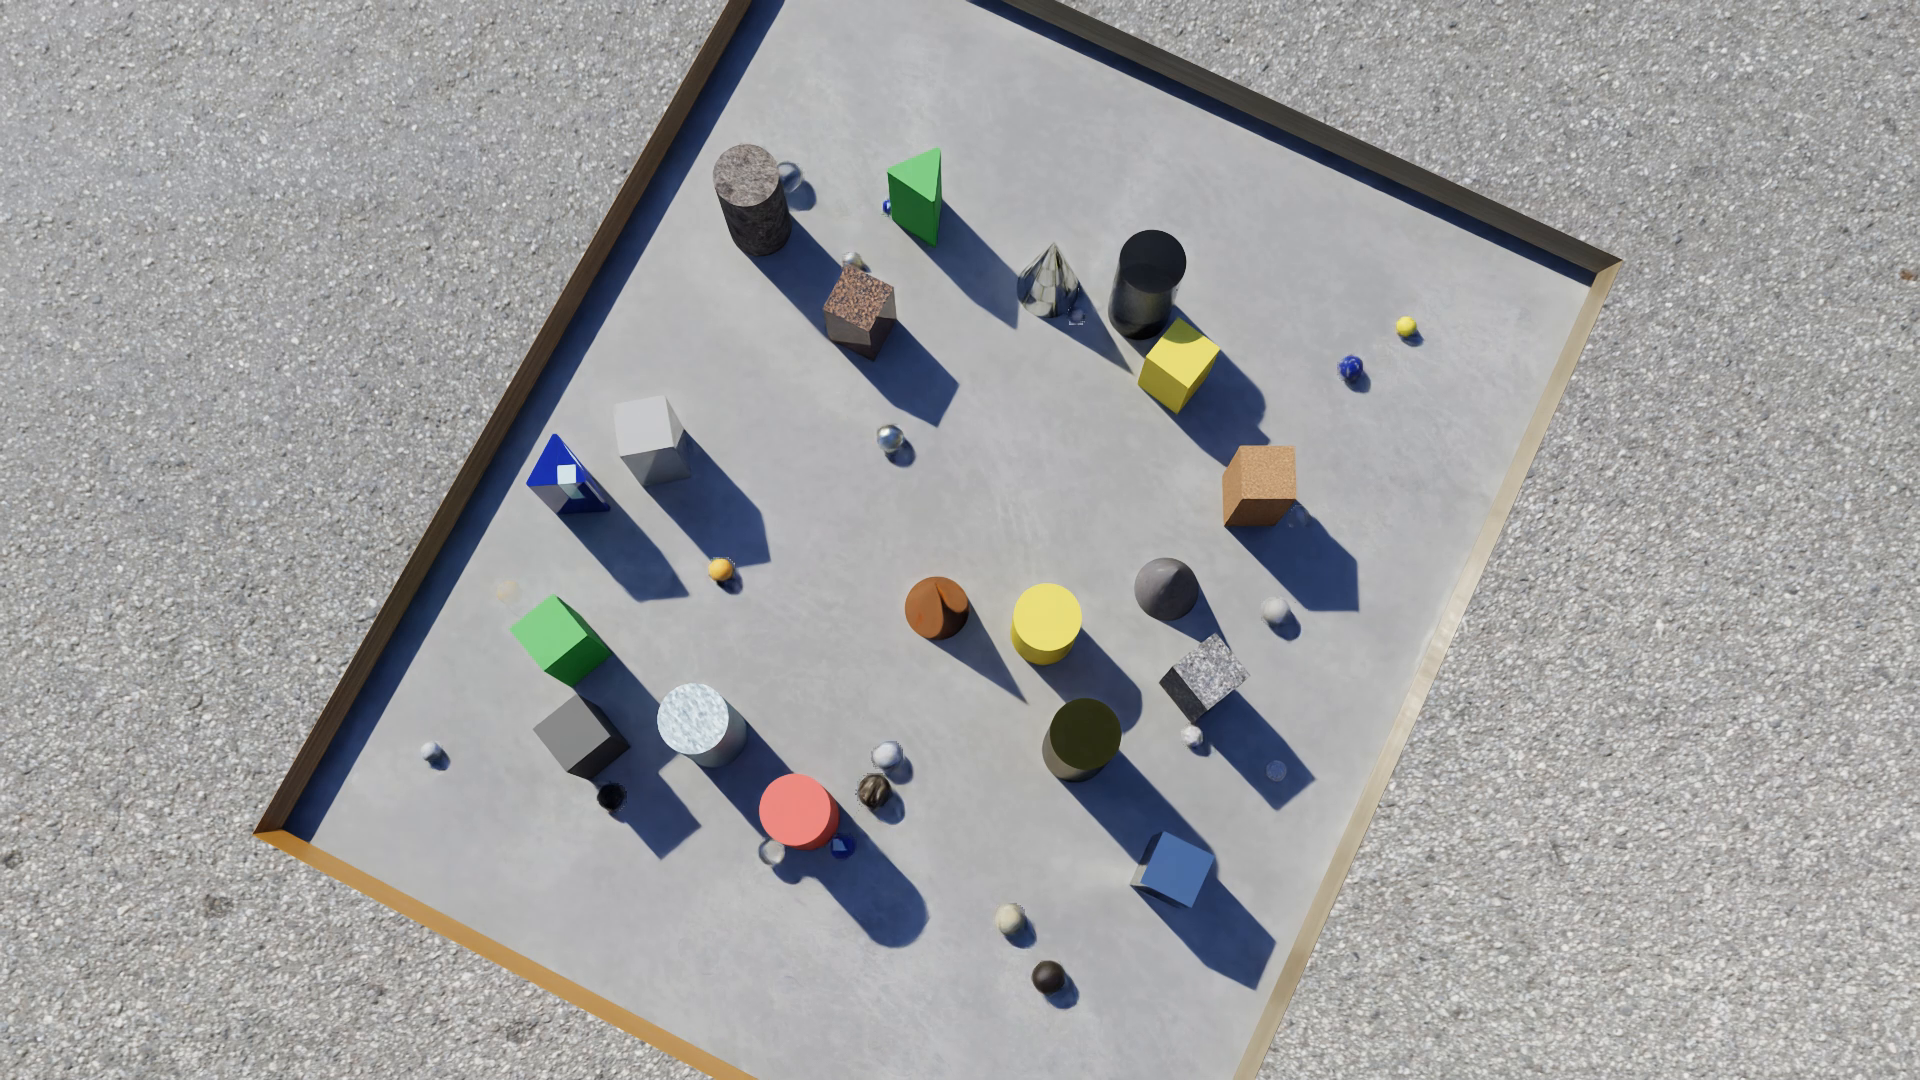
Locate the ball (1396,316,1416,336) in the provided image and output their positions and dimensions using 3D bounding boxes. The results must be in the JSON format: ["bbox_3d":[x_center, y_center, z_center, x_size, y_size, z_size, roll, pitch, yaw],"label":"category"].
[{"bbox_3d":[1.394,-0.667,5.723,0.062,0.062,0.062,0,78,0],"label":"ball"}]

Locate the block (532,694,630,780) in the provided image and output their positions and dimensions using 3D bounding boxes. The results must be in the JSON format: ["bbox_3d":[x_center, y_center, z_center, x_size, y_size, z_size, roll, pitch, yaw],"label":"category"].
[{"bbox_3d":[-1.096,0.576,5.329,0.157,0.330,0.157,-39,81,-7],"label":"block"}]

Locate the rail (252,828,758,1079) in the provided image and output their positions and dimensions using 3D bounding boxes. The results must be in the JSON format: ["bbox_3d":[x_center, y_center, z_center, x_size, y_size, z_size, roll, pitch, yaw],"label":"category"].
[{"bbox_3d":[-0.751,1.478,5.244,2.886,0.128,0.045,26,80,5],"label":"rail"}]

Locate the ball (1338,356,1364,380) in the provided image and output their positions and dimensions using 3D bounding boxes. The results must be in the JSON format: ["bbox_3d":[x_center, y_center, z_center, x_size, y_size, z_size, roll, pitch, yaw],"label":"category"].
[{"bbox_3d":[1.214,-0.535,5.689,0.076,0.076,0.076,0,78,0],"label":"ball"}]

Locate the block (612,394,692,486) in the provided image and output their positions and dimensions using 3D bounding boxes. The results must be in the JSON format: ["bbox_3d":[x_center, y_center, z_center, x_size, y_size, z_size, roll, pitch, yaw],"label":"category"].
[{"bbox_3d":[-0.919,-0.293,5.486,0.157,0.375,0.157,-11,79,-2],"label":"block"}]

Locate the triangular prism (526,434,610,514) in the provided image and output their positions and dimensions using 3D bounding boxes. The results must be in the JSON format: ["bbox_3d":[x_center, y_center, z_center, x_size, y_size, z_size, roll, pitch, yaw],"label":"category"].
[{"bbox_3d":[-1.166,-0.198,5.464,0.170,0.379,0.148,-4,78,-1],"label":"triangular prism"}]

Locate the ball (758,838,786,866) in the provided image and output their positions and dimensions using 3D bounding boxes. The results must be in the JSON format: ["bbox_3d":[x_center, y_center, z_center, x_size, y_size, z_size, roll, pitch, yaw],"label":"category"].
[{"bbox_3d":[-0.551,0.912,5.365,0.082,0.082,0.082,0,78,0],"label":"ball"}]

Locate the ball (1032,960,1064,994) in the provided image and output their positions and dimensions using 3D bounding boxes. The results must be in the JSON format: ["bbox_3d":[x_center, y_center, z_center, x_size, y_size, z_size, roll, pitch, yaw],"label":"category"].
[{"bbox_3d":[0.255,1.266,5.305,0.097,0.097,0.097,0,78,0],"label":"ball"}]

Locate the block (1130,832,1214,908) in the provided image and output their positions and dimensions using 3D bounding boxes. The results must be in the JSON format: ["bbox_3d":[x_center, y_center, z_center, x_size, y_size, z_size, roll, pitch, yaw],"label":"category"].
[{"bbox_3d":[0.604,0.948,5.251,0.157,0.332,0.157,26,79,5],"label":"block"}]

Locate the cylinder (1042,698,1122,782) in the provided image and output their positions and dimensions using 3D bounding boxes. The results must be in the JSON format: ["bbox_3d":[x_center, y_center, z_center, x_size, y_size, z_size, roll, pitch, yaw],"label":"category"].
[{"bbox_3d":[0.344,0.579,5.249,0.197,0.484,0.197,0,78,0],"label":"cylinder"}]

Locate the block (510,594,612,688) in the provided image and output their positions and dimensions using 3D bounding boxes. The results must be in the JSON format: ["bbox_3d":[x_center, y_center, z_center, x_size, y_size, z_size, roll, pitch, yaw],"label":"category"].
[{"bbox_3d":[-1.163,0.298,5.362,0.157,0.378,0.157,-40,81,-8],"label":"block"}]

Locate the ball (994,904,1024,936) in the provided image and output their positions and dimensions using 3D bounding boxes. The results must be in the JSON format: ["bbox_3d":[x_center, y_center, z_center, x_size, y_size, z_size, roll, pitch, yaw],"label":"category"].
[{"bbox_3d":[0.143,1.107,5.343,0.088,0.088,0.088,0,78,0],"label":"ball"}]

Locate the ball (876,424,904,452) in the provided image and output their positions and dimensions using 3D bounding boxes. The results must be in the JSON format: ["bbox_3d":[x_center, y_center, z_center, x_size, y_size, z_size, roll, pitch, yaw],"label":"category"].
[{"bbox_3d":[-0.216,-0.313,5.637,0.086,0.086,0.086,0,78,0],"label":"ball"}]

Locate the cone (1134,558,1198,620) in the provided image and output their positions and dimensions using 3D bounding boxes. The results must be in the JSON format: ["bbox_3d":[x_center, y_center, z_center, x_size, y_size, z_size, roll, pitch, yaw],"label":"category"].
[{"bbox_3d":[0.629,0.118,5.433,0.197,0.313,0.197,0,78,0],"label":"cone"}]

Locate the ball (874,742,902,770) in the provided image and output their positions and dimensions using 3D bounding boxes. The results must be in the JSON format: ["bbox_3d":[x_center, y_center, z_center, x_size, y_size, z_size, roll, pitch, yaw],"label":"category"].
[{"bbox_3d":[-0.216,0.642,5.441,0.084,0.084,0.084,0,78,0],"label":"ball"}]

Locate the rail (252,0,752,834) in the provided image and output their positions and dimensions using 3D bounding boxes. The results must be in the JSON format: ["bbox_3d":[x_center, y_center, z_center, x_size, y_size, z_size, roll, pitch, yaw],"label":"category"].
[{"bbox_3d":[-1.270,-0.615,5.678,0.045,0.128,3.407,26,80,5],"label":"rail"}]

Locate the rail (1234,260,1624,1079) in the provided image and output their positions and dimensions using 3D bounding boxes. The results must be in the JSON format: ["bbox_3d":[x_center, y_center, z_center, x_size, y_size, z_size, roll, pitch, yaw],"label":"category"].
[{"bbox_3d":[1.270,0.628,5.420,0.045,0.128,3.407,26,80,5],"label":"rail"}]

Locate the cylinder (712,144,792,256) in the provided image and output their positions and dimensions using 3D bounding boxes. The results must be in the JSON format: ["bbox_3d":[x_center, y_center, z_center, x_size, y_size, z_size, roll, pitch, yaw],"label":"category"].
[{"bbox_3d":[-0.633,-1.036,5.620,0.197,0.414,0.197,0,78,0],"label":"cylinder"}]

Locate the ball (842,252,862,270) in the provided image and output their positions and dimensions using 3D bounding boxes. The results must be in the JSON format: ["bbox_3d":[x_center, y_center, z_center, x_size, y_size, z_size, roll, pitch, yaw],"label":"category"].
[{"bbox_3d":[-0.340,-0.876,5.765,0.065,0.065,0.065,0,78,0],"label":"ball"}]

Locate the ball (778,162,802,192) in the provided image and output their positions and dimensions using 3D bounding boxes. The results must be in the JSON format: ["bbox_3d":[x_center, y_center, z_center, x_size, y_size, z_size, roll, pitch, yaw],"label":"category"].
[{"bbox_3d":[-0.548,-1.149,5.804,0.098,0.098,0.098,0,78,0],"label":"ball"}]

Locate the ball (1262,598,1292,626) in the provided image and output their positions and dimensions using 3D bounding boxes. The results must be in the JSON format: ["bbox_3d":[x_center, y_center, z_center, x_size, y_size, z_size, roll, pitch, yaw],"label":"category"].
[{"bbox_3d":[0.955,0.216,5.528,0.086,0.086,0.086,0,78,0],"label":"ball"}]

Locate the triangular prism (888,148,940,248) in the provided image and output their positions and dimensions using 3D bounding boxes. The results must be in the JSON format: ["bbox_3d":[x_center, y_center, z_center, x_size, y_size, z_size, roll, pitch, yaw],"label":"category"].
[{"bbox_3d":[-0.105,-1.073,5.644,0.170,0.381,0.148,35,80,7],"label":"triangular prism"}]

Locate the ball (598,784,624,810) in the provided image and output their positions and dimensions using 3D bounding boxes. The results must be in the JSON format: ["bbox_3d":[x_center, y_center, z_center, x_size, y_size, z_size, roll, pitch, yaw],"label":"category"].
[{"bbox_3d":[-1.032,0.760,5.419,0.079,0.079,0.079,0,78,0],"label":"ball"}]

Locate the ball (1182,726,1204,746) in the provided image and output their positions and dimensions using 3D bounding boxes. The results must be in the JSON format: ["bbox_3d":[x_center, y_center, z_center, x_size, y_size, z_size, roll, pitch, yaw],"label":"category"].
[{"bbox_3d":[0.695,0.585,5.464,0.062,0.062,0.062,0,78,0],"label":"ball"}]

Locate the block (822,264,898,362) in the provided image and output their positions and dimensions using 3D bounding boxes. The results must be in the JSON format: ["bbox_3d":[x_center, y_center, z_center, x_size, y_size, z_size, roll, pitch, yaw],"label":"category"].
[{"bbox_3d":[-0.304,-0.691,5.606,0.157,0.300,0.157,27,80,5],"label":"block"}]

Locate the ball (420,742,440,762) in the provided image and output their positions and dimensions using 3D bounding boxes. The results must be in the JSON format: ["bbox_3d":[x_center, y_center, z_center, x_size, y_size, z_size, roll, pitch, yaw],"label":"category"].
[{"bbox_3d":[-1.577,0.630,5.457,0.058,0.058,0.058,0,78,0],"label":"ball"}]

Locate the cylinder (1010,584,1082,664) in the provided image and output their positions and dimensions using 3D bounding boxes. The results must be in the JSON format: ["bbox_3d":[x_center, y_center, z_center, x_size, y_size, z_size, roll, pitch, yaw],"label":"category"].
[{"bbox_3d":[0.252,0.251,5.411,0.197,0.301,0.197,0,78,0],"label":"cylinder"}]

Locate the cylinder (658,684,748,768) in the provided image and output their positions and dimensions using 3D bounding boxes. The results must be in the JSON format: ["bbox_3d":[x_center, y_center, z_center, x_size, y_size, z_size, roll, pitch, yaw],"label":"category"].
[{"bbox_3d":[-0.736,0.538,5.273,0.197,0.454,0.197,0,78,0],"label":"cylinder"}]

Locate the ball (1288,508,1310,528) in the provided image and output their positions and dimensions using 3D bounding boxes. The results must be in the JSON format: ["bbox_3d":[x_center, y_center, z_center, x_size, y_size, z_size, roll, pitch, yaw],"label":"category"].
[{"bbox_3d":[1.036,-0.069,5.599,0.062,0.062,0.062,0,78,0],"label":"ball"}]

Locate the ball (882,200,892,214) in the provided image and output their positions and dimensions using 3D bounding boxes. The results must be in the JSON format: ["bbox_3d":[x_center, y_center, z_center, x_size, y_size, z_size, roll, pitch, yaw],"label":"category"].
[{"bbox_3d":[-0.223,-1.057,5.811,0.048,0.048,0.048,0,78,0],"label":"ball"}]

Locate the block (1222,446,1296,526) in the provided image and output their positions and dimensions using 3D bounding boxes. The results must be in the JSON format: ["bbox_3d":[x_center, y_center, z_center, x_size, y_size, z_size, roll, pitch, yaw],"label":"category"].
[{"bbox_3d":[0.888,-0.158,5.458,0.157,0.374,0.157,0,78,0],"label":"block"}]

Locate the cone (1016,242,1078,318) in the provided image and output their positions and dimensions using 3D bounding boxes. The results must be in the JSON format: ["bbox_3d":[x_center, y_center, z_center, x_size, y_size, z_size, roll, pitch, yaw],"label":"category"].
[{"bbox_3d":[0.277,-0.835,5.581,0.197,0.409,0.197,0,78,0],"label":"cone"}]

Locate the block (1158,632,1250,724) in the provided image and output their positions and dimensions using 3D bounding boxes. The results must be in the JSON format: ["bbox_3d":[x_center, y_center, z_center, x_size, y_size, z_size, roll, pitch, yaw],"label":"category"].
[{"bbox_3d":[0.709,0.407,5.345,0.157,0.368,0.157,-37,81,-7],"label":"block"}]

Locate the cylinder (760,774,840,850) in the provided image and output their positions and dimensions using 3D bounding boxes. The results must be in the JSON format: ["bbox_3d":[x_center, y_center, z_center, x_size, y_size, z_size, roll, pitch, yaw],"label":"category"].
[{"bbox_3d":[-0.456,0.784,5.252,0.197,0.395,0.197,0,78,0],"label":"cylinder"}]

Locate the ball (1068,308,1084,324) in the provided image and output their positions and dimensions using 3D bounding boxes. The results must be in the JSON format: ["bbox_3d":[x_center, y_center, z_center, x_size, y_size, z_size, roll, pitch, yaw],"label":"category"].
[{"bbox_3d":[0.364,-0.703,5.738,0.047,0.047,0.047,0,78,0],"label":"ball"}]

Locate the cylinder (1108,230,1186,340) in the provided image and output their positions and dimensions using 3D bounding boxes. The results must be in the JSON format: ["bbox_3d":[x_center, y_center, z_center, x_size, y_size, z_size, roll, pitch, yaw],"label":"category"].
[{"bbox_3d":[0.562,-0.767,5.552,0.197,0.437,0.197,0,78,0],"label":"cylinder"}]

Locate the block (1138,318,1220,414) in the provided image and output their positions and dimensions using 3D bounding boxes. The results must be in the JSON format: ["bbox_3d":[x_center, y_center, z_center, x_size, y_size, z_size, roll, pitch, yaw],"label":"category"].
[{"bbox_3d":[0.663,-0.528,5.578,0.157,0.290,0.157,38,81,7],"label":"block"}]

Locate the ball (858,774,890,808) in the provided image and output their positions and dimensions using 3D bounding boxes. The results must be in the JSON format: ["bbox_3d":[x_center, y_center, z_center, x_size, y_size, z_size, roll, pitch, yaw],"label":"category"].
[{"bbox_3d":[-0.253,0.742,5.413,0.098,0.098,0.098,0,78,0],"label":"ball"}]

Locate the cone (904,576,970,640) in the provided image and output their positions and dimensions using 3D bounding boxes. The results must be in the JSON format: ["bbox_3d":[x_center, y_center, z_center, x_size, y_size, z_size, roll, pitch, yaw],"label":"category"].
[{"bbox_3d":[-0.070,0.165,5.368,0.197,0.419,0.197,0,78,0],"label":"cone"}]

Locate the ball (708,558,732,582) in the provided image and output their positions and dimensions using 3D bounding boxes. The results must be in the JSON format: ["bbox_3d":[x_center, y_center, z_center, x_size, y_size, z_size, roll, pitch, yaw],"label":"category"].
[{"bbox_3d":[-0.726,0.091,5.561,0.072,0.072,0.072,0,78,0],"label":"ball"}]

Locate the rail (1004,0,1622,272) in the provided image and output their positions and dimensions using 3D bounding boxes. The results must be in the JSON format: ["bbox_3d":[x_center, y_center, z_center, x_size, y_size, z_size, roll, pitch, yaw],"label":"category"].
[{"bbox_3d":[0.751,-1.465,5.853,2.886,0.128,0.045,26,80,5],"label":"rail"}]

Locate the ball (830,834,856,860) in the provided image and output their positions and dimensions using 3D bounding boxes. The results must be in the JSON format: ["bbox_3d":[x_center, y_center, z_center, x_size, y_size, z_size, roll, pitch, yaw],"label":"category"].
[{"bbox_3d":[-0.346,0.903,5.391,0.075,0.075,0.075,0,78,0],"label":"ball"}]
